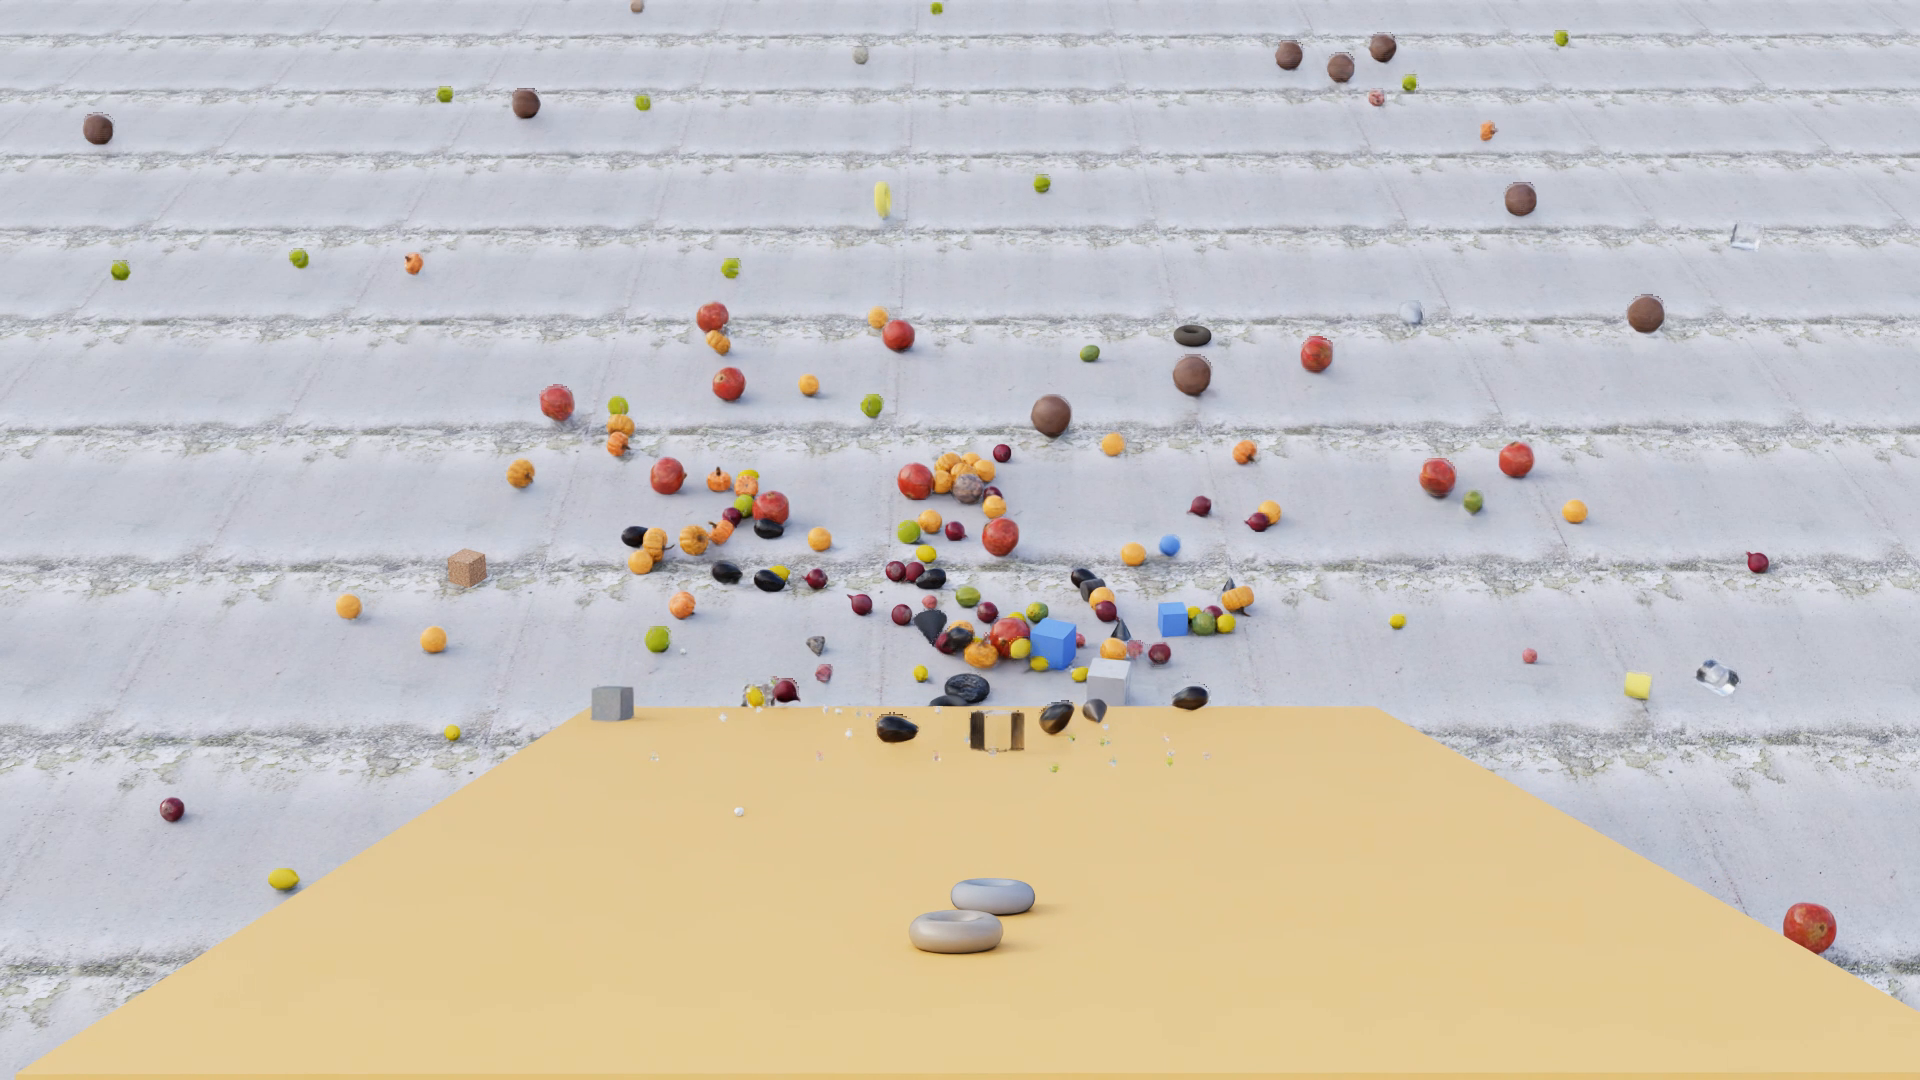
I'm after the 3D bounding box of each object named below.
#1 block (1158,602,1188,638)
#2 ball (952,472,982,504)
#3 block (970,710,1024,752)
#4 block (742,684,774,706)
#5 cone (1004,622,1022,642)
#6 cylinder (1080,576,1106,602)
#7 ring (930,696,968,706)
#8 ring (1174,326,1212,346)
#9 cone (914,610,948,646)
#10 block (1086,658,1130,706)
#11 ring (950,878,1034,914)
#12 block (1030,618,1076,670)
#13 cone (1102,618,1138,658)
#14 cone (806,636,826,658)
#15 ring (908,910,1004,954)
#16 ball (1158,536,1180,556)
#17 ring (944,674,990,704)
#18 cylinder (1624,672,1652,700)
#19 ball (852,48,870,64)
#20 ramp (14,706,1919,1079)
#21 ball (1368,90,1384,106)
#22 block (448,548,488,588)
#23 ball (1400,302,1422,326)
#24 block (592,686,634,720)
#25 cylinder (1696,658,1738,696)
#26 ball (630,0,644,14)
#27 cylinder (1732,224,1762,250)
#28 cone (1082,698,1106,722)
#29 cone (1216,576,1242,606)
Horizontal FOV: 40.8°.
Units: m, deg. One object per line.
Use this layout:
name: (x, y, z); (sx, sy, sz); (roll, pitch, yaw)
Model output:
block: (0.587, 0.219, 7.120); (0.069, 0.069, 0.069); (-3, 26, -6)
ball: (0.023, -0.159, 7.880); (0.094, 0.094, 0.094); (0, 26, 0)
block: (0.080, 0.410, 5.547); (0.081, 0.081, 0.081); (-1, 2, -43)
block: (-0.521, 0.425, 6.659); (0.076, 0.076, 0.076); (1, 44, 1)
cone: (0.153, 0.263, 7.081); (0.055, 0.055, 0.055); (-8, 53, -16)
cylinder: (0.377, 0.140, 7.300); (0.057, 0.057, 0.057); (-21, 31, -19)
ring: (-0.029, 0.438, 6.704); (0.108, 0.036, 0.108); (-1, 25, 0)
ring: (0.822, -0.723, 9.115); (0.135, 0.045, 0.135); (0, 24, 0)
cone: (-0.077, 0.257, 7.074); (0.093, 0.093, 0.093); (-2, 52, -5)
block: (0.389, 0.379, 6.752); (0.099, 0.099, 0.099); (5, 26, 11)
ring: (0.045, 0.486, 3.517); (0.116, 0.039, 0.116); (1, 0, 0)
block: (0.251, 0.282, 6.960); (0.096, 0.096, 0.096); (11, 28, 21)
cone: (0.438, 0.254, 7.013); (0.099, 0.099, 0.099); (0, 26, 0)
cone: (-0.388, 0.298, 7.009); (0.054, 0.054, 0.054); (-5, 53, -11)
ring: (-0.005, 0.493, 3.246); (0.120, 0.040, 0.120); (-1, 2, 0)
ball: (0.612, 0.019, 7.548); (0.062, 0.062, 0.062); (0, 26, 0)
ring: (0.019, 0.391, 6.796); (0.122, 0.041, 0.122); (1, 26, 0)
cylinder: (1.783, 0.384, 6.785); (0.062, 0.062, 0.062); (11, 28, 18)
ball: (-0.479, -2.334, 12.432); (0.081, 0.081, 0.081); (0, 26, 0)
ramp: (0.058, 0.527, 4.564); (2.000, 0.100, 4.000); (0, 2, 0)
ball: (1.904, -2.019, 11.785); (0.074, 0.074, 0.074); (0, 26, 0)
block: (-1.415, 0.080, 7.403); (0.076, 0.076, 0.076); (14, 29, 26)
ball: (1.618, -0.812, 9.257); (0.082, 0.082, 0.082); (0, 26, 0)
block: (-0.841, 0.395, 6.244); (0.076, 0.076, 0.076); (0, 2, 18)
cylinder: (2.000, 0.363, 6.813); (0.076, 0.076, 0.076); (-11, 28, -21)
ball: (-1.672, -2.762, 13.330); (0.078, 0.078, 0.078); (0, 26, 0)
cylinder: (3.050, -1.176, 10.002); (0.093, 0.093, 0.093); (14, 29, 25)
cone: (0.327, 0.421, 6.156); (0.061, 0.061, 0.061); (-5, 29, -9)
cone: (0.764, 0.135, 7.291); (0.074, 0.074, 0.074); (0, 26, 0)
